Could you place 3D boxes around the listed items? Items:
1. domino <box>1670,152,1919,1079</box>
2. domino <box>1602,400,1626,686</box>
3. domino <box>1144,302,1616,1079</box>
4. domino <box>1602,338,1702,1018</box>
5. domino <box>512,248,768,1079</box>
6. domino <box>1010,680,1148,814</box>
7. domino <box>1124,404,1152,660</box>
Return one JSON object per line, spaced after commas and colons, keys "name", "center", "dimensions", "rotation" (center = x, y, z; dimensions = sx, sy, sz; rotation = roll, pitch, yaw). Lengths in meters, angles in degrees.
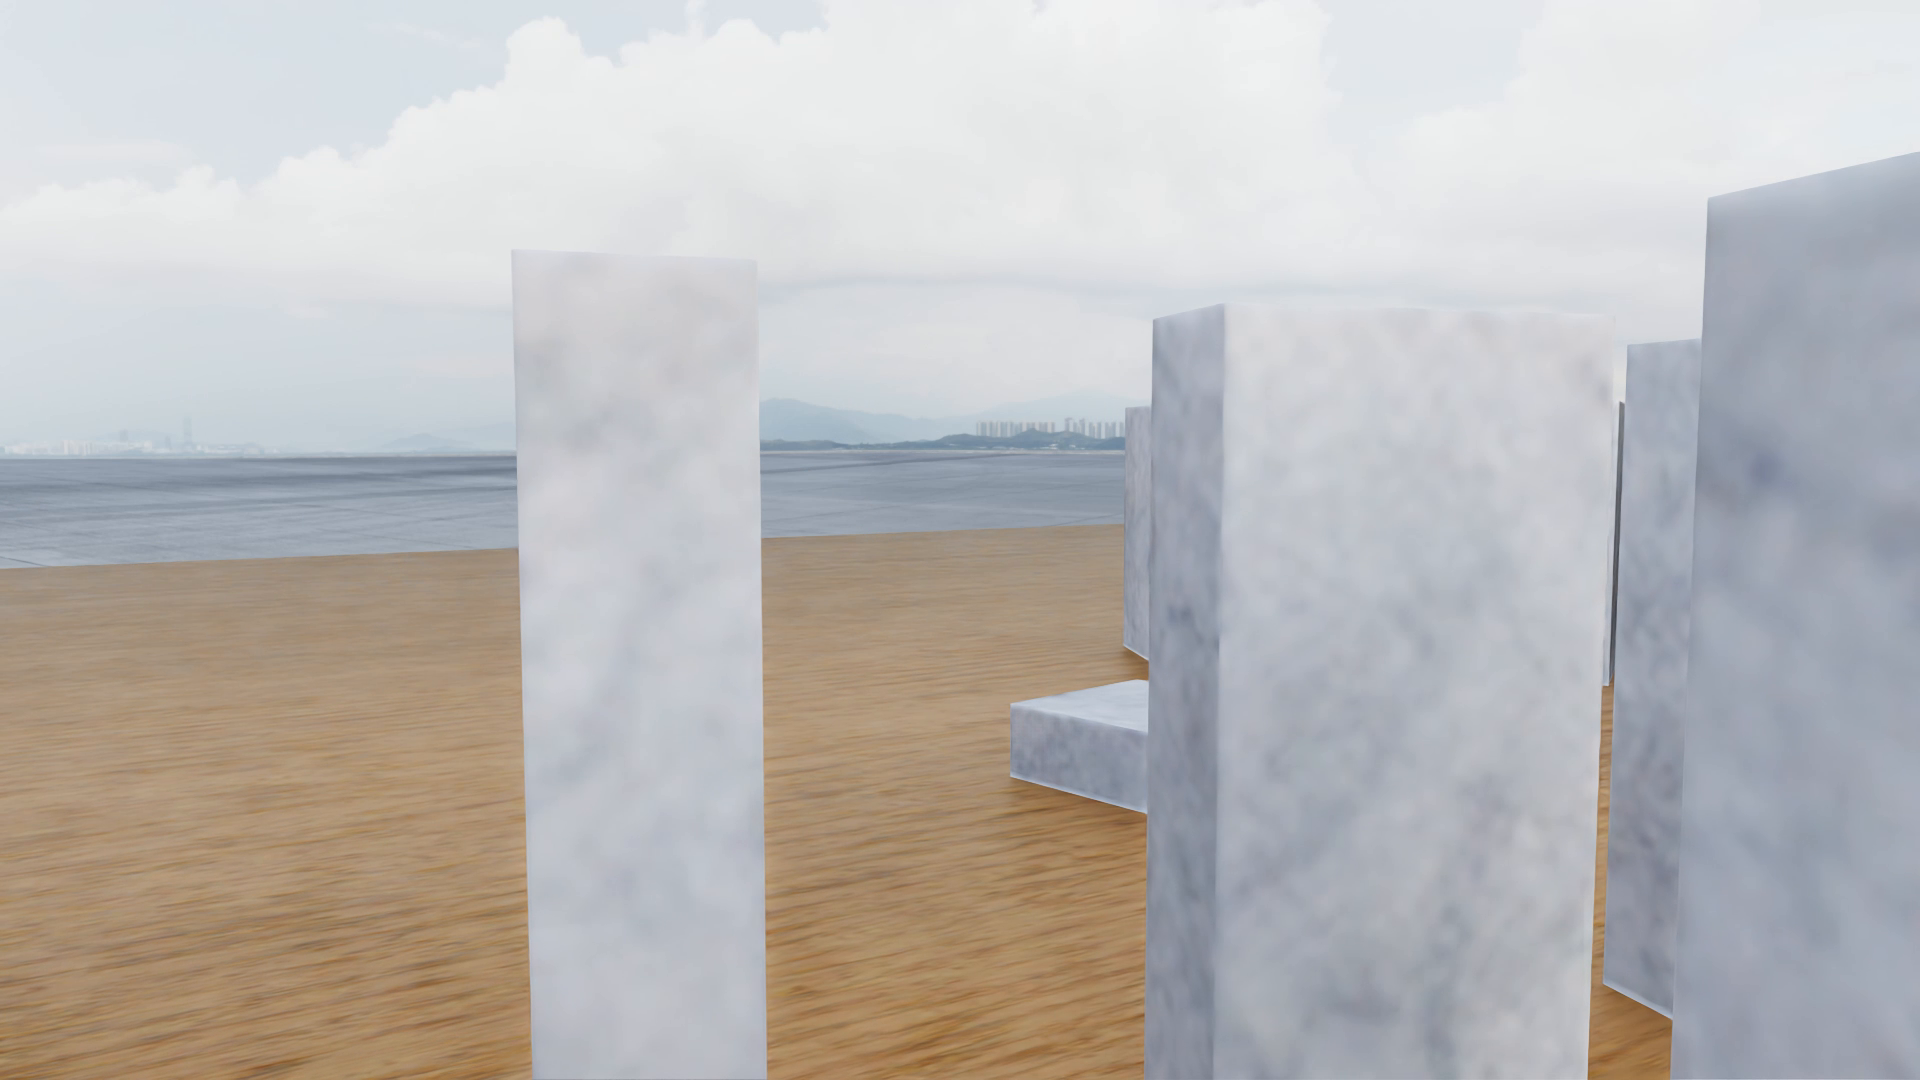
{"name": "domino", "center": [0.036, 0.015, 0.040], "dimensions": [0.025, 0.050, 0.009], "rotation": [-1, 4, -16]}
{"name": "domino", "center": [0.116, 0.000, 0.237], "dimensions": [0.010, 0.050, 0.025], "rotation": [2, 5, 30]}
{"name": "domino", "center": [0.025, 0.012, 0.078], "dimensions": [0.025, 0.050, 0.009], "rotation": [-1, 4, -15]}
{"name": "domino", "center": [0.059, 0.011, 0.089], "dimensions": [0.009, 0.050, 0.025], "rotation": [-1, 4, -17]}
{"name": "domino", "center": [-0.017, 0.013, 0.065], "dimensions": [0.010, 0.050, 0.025], "rotation": [-1, 4, -17]}
{"name": "domino", "center": [0.032, 0.026, 0.154], "dimensions": [0.025, 0.009, 0.050], "rotation": [-4, 6, -42]}
{"name": "domino", "center": [0.041, -0.002, 0.257], "dimensions": [0.010, 0.050, 0.025], "rotation": [-1, 4, -8]}
